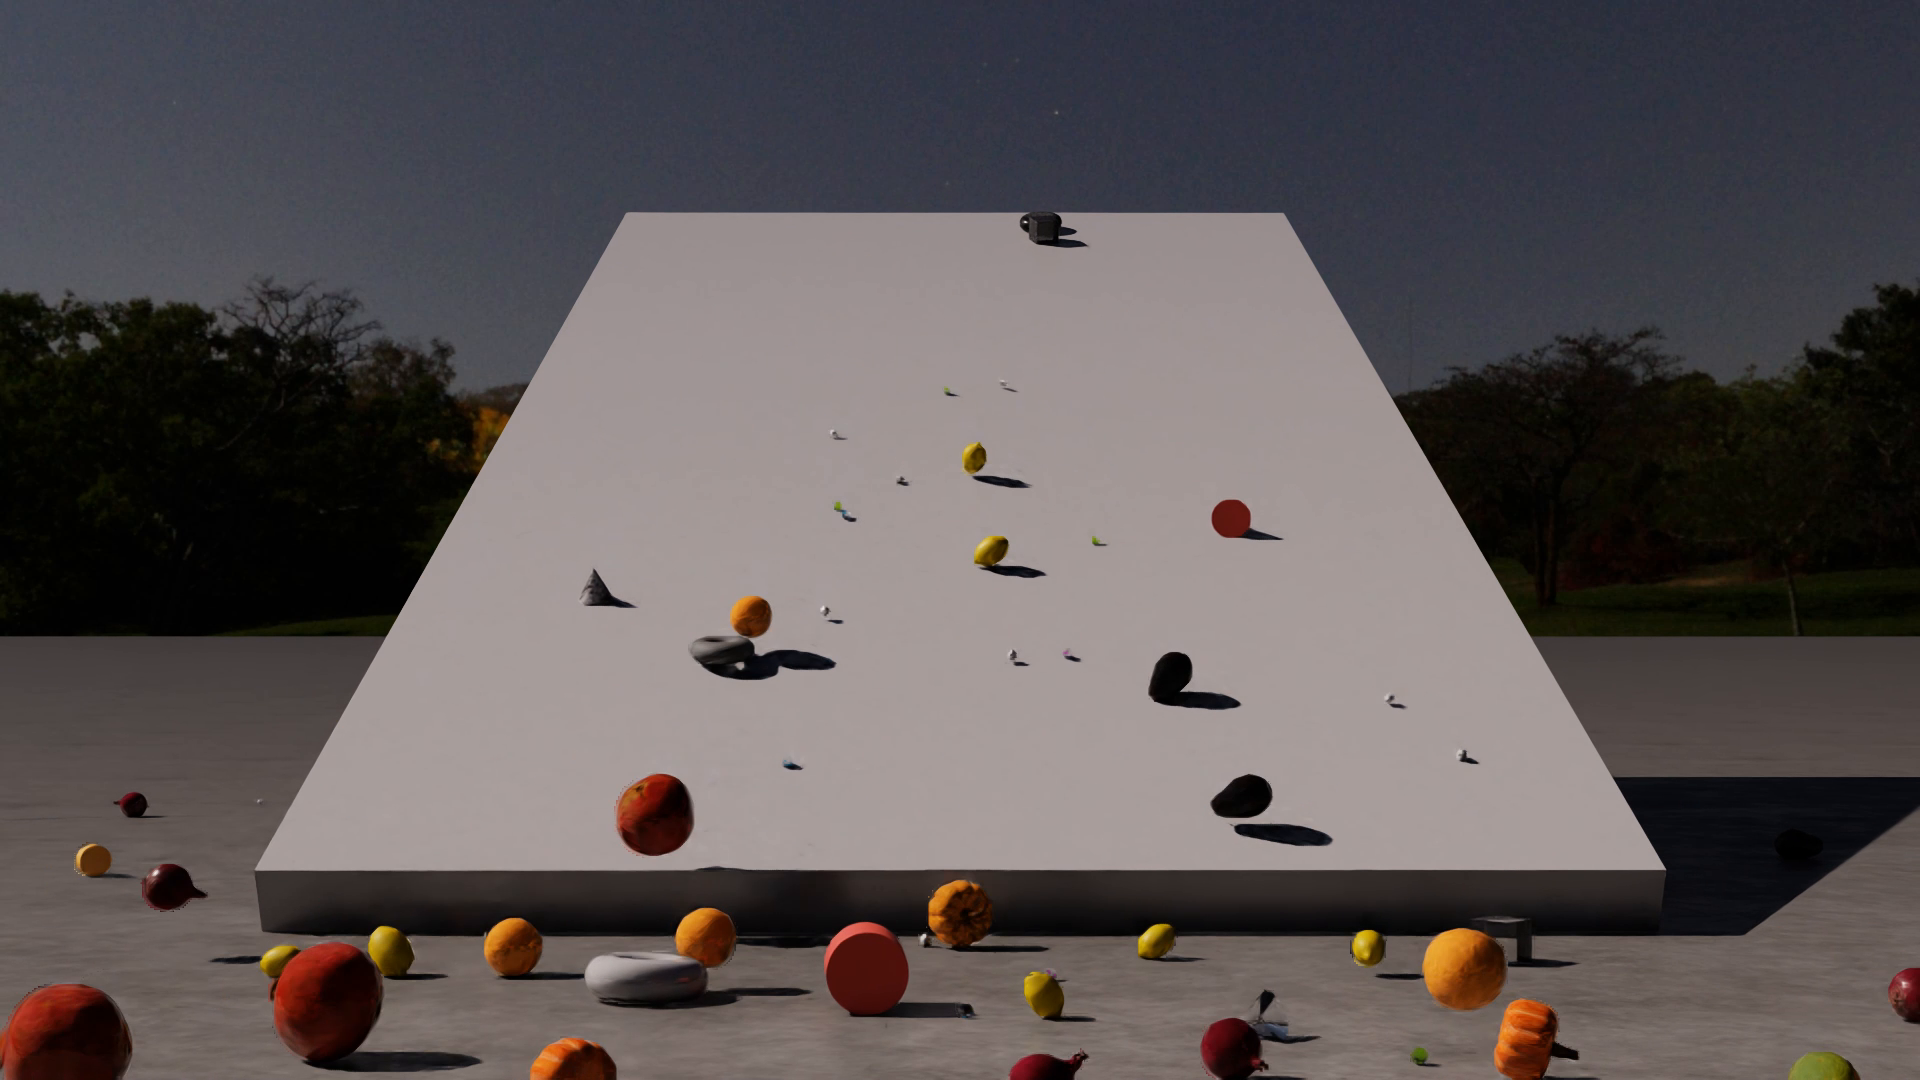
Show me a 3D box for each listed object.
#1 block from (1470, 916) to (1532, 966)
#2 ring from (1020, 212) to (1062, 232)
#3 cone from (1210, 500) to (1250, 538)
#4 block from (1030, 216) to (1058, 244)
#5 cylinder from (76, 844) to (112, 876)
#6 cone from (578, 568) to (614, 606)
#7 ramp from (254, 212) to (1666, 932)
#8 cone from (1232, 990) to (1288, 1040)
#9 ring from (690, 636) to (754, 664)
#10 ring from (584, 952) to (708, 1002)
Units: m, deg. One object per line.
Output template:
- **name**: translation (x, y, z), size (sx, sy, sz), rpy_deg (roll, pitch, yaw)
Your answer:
- **block**: translation (0.703, 0.521, 2.973), size (0.056, 0.056, 0.056), rpy_deg (2, -3, -43)
- **ring**: translation (0.238, -0.937, 6.755), size (0.126, 0.042, 0.126), rpy_deg (-2, 25, 1)
- **cone**: translation (0.532, -0.038, 4.483), size (0.077, 0.077, 0.077), rpy_deg (0, 0, 10)
- **block**: translation (0.243, -0.898, 6.623), size (0.066, 0.066, 0.066), rpy_deg (-7, 23, -17)
- **cylinder**: translation (-1.521, 0.562, 4.018), size (0.052, 0.052, 0.052), rpy_deg (1, -5, -29)
- **cone**: translation (-0.661, 0.079, 4.141), size (0.063, 0.063, 0.063), rpy_deg (0, 21, 0)
- **ramp**: translation (-0.006, -0.218, 5.120), size (2.000, 0.100, 4.000), rpy_deg (0, 21, 0)
- **cone**: translation (0.311, 0.514, 2.431), size (0.054, 0.054, 0.054), rpy_deg (-29, -17, 28)
- **ring**: translation (-0.404, 0.186, 3.891), size (0.109, 0.036, 0.109), rpy_deg (0, 7, 0)
- **ring**: translation (-0.367, 0.513, 2.683), size (0.145, 0.048, 0.145), rpy_deg (3, -6, 0)
